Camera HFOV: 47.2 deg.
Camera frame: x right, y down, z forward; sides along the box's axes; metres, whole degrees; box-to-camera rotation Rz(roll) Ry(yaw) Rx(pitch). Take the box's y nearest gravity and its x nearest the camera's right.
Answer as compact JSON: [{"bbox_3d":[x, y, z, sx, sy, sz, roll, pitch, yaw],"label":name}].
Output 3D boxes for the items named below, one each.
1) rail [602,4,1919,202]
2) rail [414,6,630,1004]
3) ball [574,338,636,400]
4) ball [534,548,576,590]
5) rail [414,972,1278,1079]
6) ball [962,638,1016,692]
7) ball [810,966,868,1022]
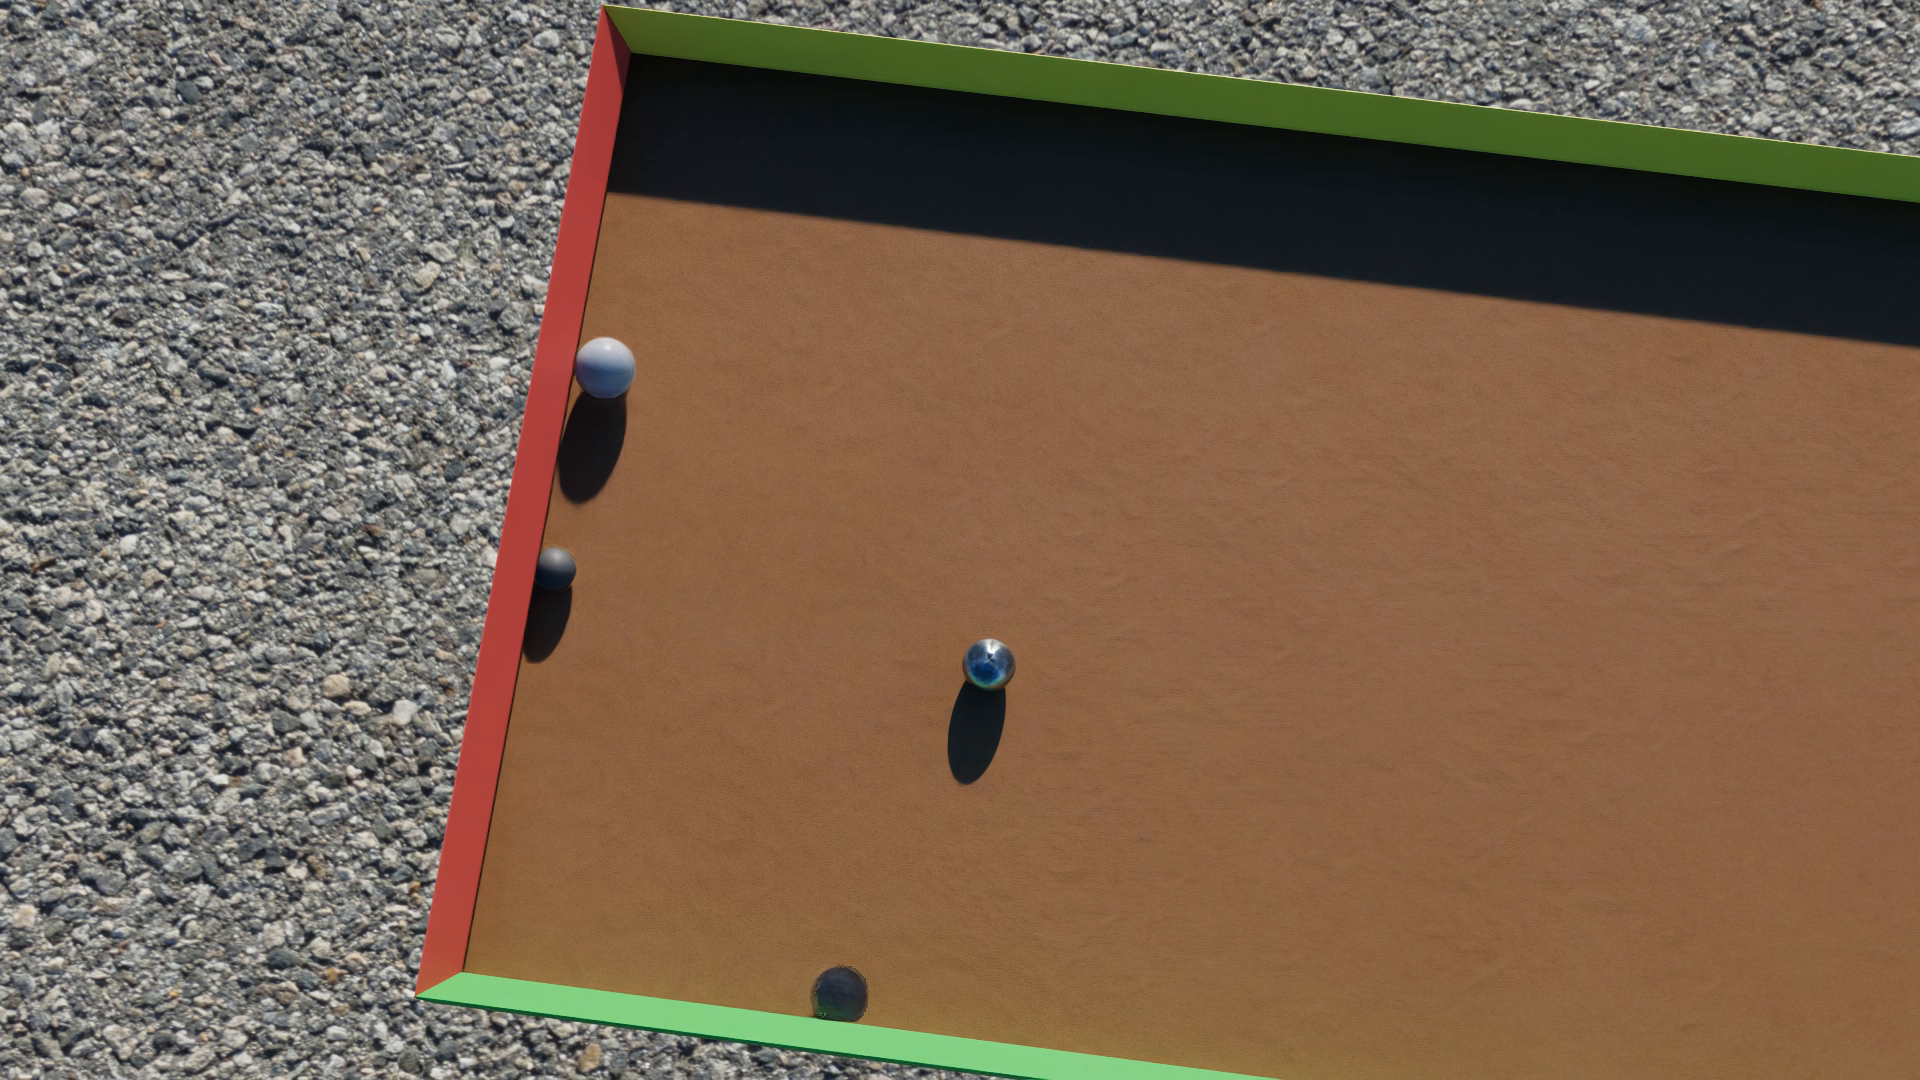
[{"bbox_3d":[0.763,-0.648,3.498,2.692,0.124,0.045,7,75,2],"label":"rail"},{"bbox_3d":[-0.644,-0.085,3.345,0.045,0.124,1.560,7,75,2],"label":"rail"},{"bbox_3d":[-0.550,-0.266,3.410,0.095,0.095,0.095,0,75,0],"label":"ball"},{"bbox_3d":[-0.616,0.044,3.341,0.066,0.066,0.066,0,75,0],"label":"ball"},{"bbox_3d":[0.572,0.800,3.105,2.692,0.124,0.045,7,75,2],"label":"rail"},{"bbox_3d":[0.043,0.187,3.294,0.081,0.081,0.081,0,75,0],"label":"ball"},{"bbox_3d":[-0.174,0.656,3.166,0.083,0.083,0.083,0,75,0],"label":"ball"}]
